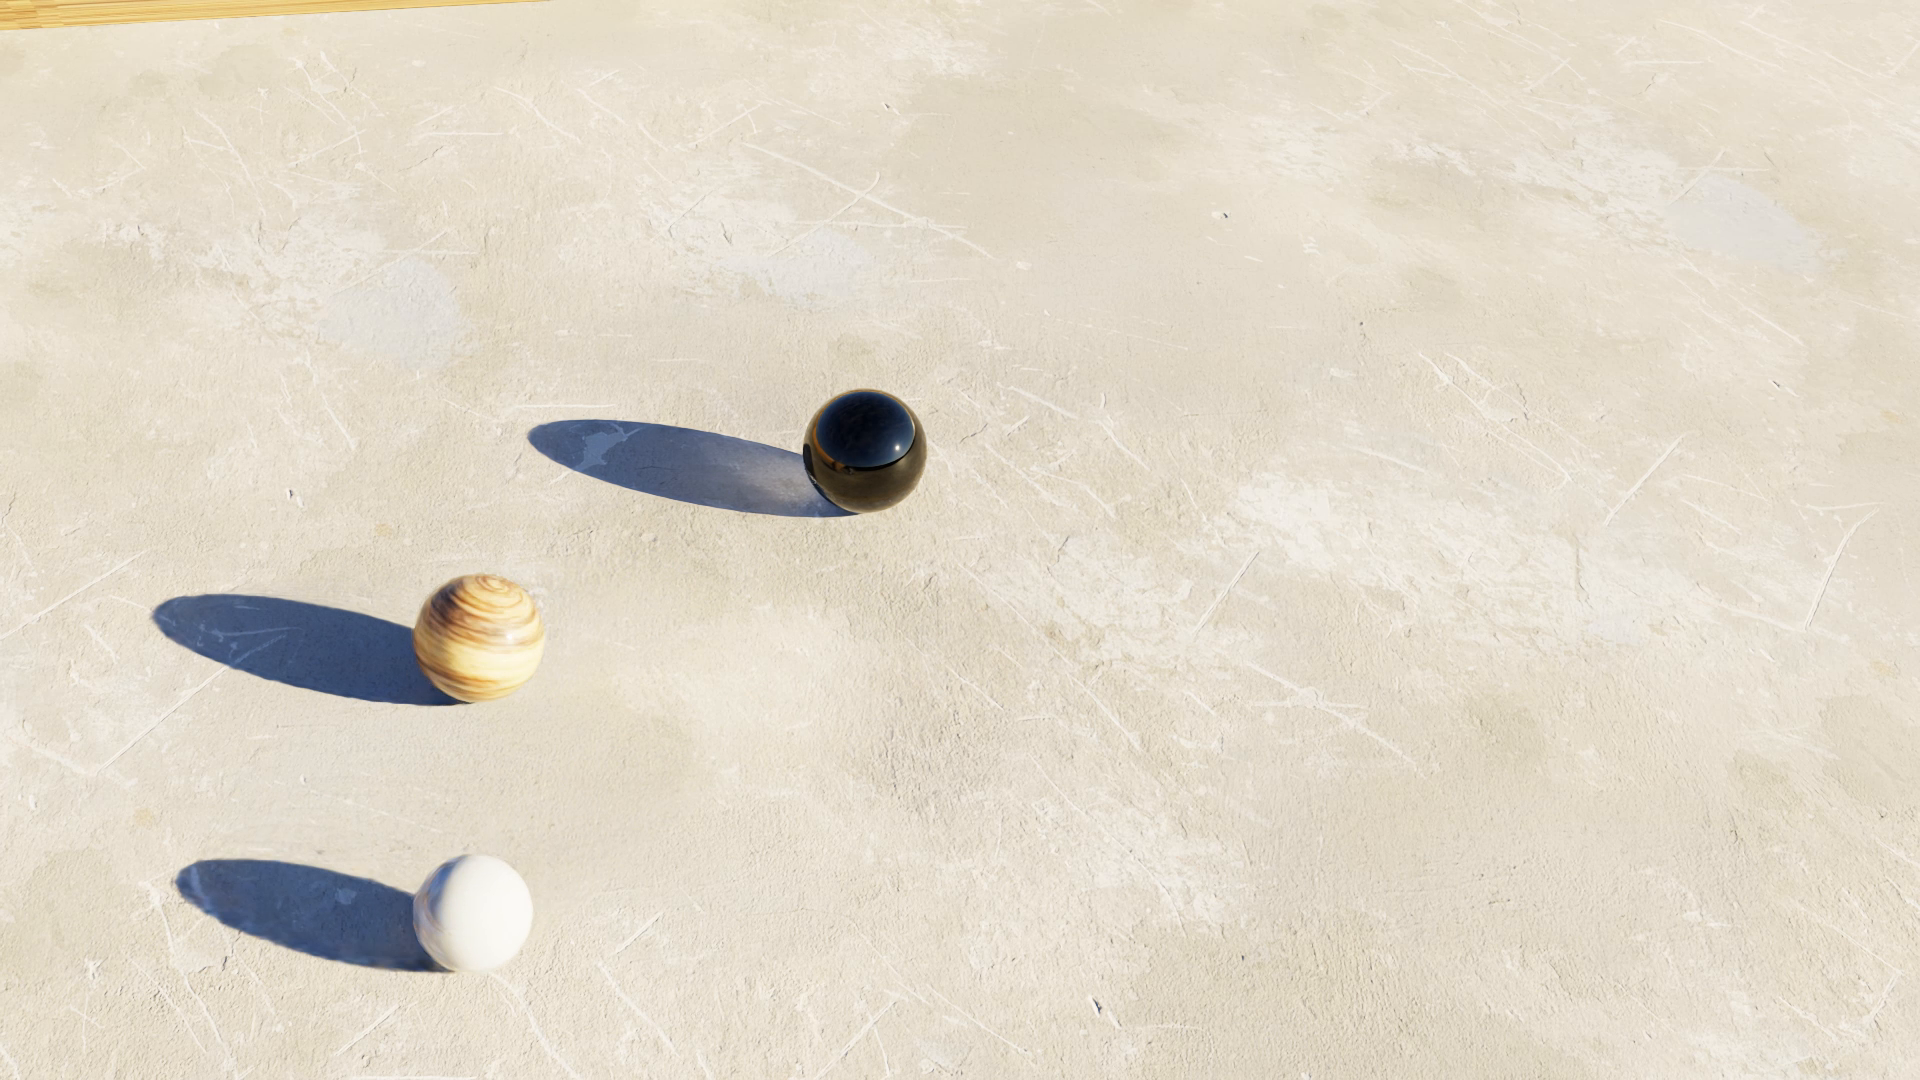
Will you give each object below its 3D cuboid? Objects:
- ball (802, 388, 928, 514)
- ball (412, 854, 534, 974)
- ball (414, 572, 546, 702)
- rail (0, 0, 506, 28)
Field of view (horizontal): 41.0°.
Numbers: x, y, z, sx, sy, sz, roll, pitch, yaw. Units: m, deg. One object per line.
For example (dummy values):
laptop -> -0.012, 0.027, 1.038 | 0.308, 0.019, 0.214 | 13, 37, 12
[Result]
ball -> -0.060, -0.057, 1.624 | 0.080, 0.080, 0.080 | 0, 36, 0
ball -> -0.248, 0.190, 1.307 | 0.060, 0.060, 0.060 | 0, 36, 0
ball -> -0.276, 0.056, 1.476 | 0.075, 0.075, 0.075 | 0, 36, 0
rail -> 0.749, -0.599, 2.318 | 3.470, 0.125, 0.045 | -4, 37, -6
